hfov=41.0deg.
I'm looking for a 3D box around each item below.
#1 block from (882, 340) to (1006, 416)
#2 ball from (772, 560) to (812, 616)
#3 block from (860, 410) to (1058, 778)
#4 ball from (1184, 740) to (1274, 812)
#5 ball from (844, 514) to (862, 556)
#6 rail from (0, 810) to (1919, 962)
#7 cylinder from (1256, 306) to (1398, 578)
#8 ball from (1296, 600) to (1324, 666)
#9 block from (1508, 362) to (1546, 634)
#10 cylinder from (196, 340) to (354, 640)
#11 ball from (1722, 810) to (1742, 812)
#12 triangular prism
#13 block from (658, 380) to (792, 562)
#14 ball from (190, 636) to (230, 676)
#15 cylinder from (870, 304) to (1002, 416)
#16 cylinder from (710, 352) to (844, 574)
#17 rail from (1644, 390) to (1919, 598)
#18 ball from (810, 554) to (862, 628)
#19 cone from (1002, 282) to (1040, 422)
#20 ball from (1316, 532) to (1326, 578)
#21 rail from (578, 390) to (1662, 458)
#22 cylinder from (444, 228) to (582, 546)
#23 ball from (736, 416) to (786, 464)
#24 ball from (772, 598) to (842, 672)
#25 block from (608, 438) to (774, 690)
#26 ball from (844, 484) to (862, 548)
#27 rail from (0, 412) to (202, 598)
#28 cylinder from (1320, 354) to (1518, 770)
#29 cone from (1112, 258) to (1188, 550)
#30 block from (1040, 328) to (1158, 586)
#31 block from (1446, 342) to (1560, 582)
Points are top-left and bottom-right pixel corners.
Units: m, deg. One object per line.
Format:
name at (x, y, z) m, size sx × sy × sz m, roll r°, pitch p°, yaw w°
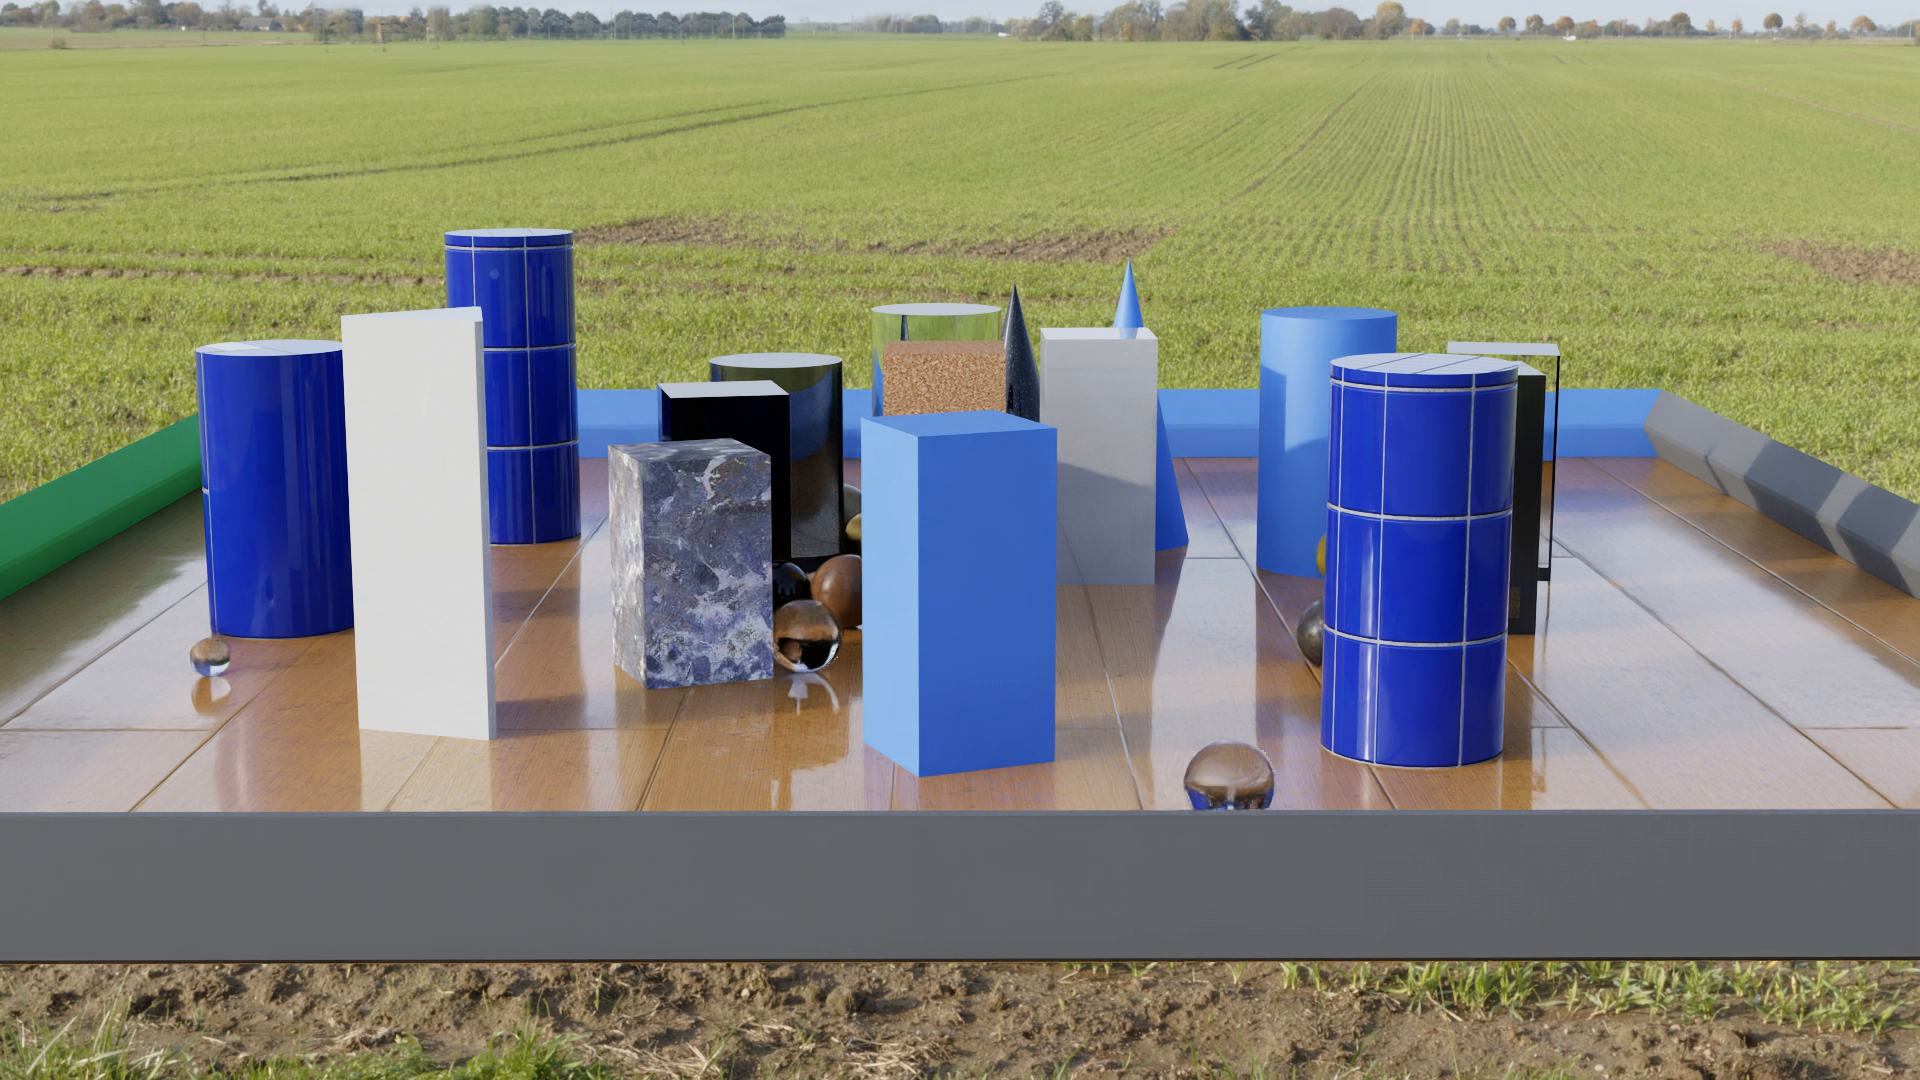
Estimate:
block at (-0.020, -0.073, 3.376) m, size 0.156 × 0.363 × 0.156 m, roll 0°, pitch 11°, yaw 0°
ball at (-0.238, 0.069, 3.370) m, size 0.086 × 0.086 × 0.086 m, roll 0°, pitch 11°, yaw 0°
block at (-0.002, 0.052, 2.723) m, size 0.156 × 0.356 × 0.156 m, roll -5°, pitch 11°, yaw -23°
ball at (0.259, 0.236, 2.468) m, size 0.087 × 0.087 × 0.087 m, roll 0°, pitch 11°, yaw 0°
ball at (-0.137, -0.006, 3.814) m, size 0.071 × 0.071 × 0.071 m, roll 0°, pitch 11°, yaw 0°
rail at (0.008, 0.279, 2.118) m, size 2.646 × 0.127 × 0.045 m, roll 0°, pitch 11°, yaw 0°
cylinder at (0.534, -0.146, 3.747) m, size 0.195 × 0.372 × 0.195 m, roll 0°, pitch 11°, yaw 0°
ball at (0.453, 0.114, 3.132) m, size 0.085 × 0.085 × 0.085 m, roll 0°, pitch 11°, yaw 0°
block at (0.667, -0.058, 3.364) m, size 0.156 × 0.337 × 0.156 m, roll 0°, pitch 11°, yaw 1°
cylinder at (-0.887, -0.069, 3.350) m, size 0.195 × 0.365 × 0.195 m, roll 0°, pitch 11°, yaw 0°
ball at (0.675, 0.279, 2.226) m, size 0.090 × 0.090 × 0.090 m, roll 0°, pitch 11°, yaw 0°
triangular prism at (-0.566, -0.024, 2.854) m, size 0.169 × 0.458 × 0.146 m, roll 4°, pitch 11°, yaw 19°
block at (-0.318, -0.055, 3.455) m, size 0.156 × 0.299 × 0.156 m, roll -2°, pitch 11°, yaw -13°
ball at (-0.904, 0.140, 3.092) m, size 0.047 × 0.047 × 0.047 m, roll 0°, pitch 11°, yaw 0°
cylinder at (-0.036, -0.166, 3.872) m, size 0.195 × 0.365 × 0.195 m, roll 0°, pitch 11°, yaw 0°
cylinder at (-0.269, -0.115, 3.775) m, size 0.195 × 0.301 × 0.195 m, roll 0°, pitch 11°, yaw 0°
rail at (1.299, 0.031, 3.456) m, size 0.045 × 0.127 × 2.754 m, roll 0°, pitch 11°, yaw 0°
ball at (-0.147, 0.067, 3.354) m, size 0.096 × 0.096 × 0.096 m, roll 0°, pitch 11°, yaw 0°
cone at (0.093, -0.262, 4.397) m, size 0.195 × 0.362 × 0.195 m, roll 0°, pitch 11°, yaw 0°
ball at (0.545, 0.023, 3.598) m, size 0.094 × 0.094 × 0.094 m, roll 0°, pitch 11°, yaw 0°
rail at (-0.008, -0.214, 4.780) m, size 2.646 × 0.127 × 0.045 m, roll 0°, pitch 11°, yaw 0°
cylinder at (-0.693, -0.241, 3.982) m, size 0.195 × 0.471 × 0.195 m, roll 0°, pitch 11°, yaw 0°
ball at (-0.365, -0.180, 4.694) m, size 0.093 × 0.093 × 0.093 m, roll 0°, pitch 11°, yaw 0°
ball at (-0.188, 0.116, 3.107) m, size 0.090 × 0.090 × 0.090 m, roll 0°, pitch 11°, yaw 0°
block at (-0.326, 0.025, 3.101) m, size 0.156 × 0.270 × 0.156 m, roll -4°, pitch 11°, yaw -22°
ball at (-0.181, -0.037, 3.909) m, size 0.098 × 0.098 × 0.098 m, roll 0°, pitch 11°, yaw 0°
rail at (-1.299, 0.034, 3.442) m, size 0.045 × 0.127 × 2.754 m, roll 0°, pitch 11°, yaw 0°
cylinder at (0.489, 0.018, 2.743) m, size 0.195 × 0.415 × 0.195 m, roll 0°, pitch 11°, yaw 0°
cone at (0.257, -0.214, 3.938) m, size 0.195 × 0.436 × 0.195 m, roll 0°, pitch 11°, yaw 0°
block at (0.196, -0.122, 3.679) m, size 0.156 × 0.349 × 0.156 m, roll 0°, pitch 11°, yaw -1°
block at (0.780, -0.117, 3.720) m, size 0.156 × 0.324 × 0.156 m, roll 2°, pitch 11°, yaw 11°
